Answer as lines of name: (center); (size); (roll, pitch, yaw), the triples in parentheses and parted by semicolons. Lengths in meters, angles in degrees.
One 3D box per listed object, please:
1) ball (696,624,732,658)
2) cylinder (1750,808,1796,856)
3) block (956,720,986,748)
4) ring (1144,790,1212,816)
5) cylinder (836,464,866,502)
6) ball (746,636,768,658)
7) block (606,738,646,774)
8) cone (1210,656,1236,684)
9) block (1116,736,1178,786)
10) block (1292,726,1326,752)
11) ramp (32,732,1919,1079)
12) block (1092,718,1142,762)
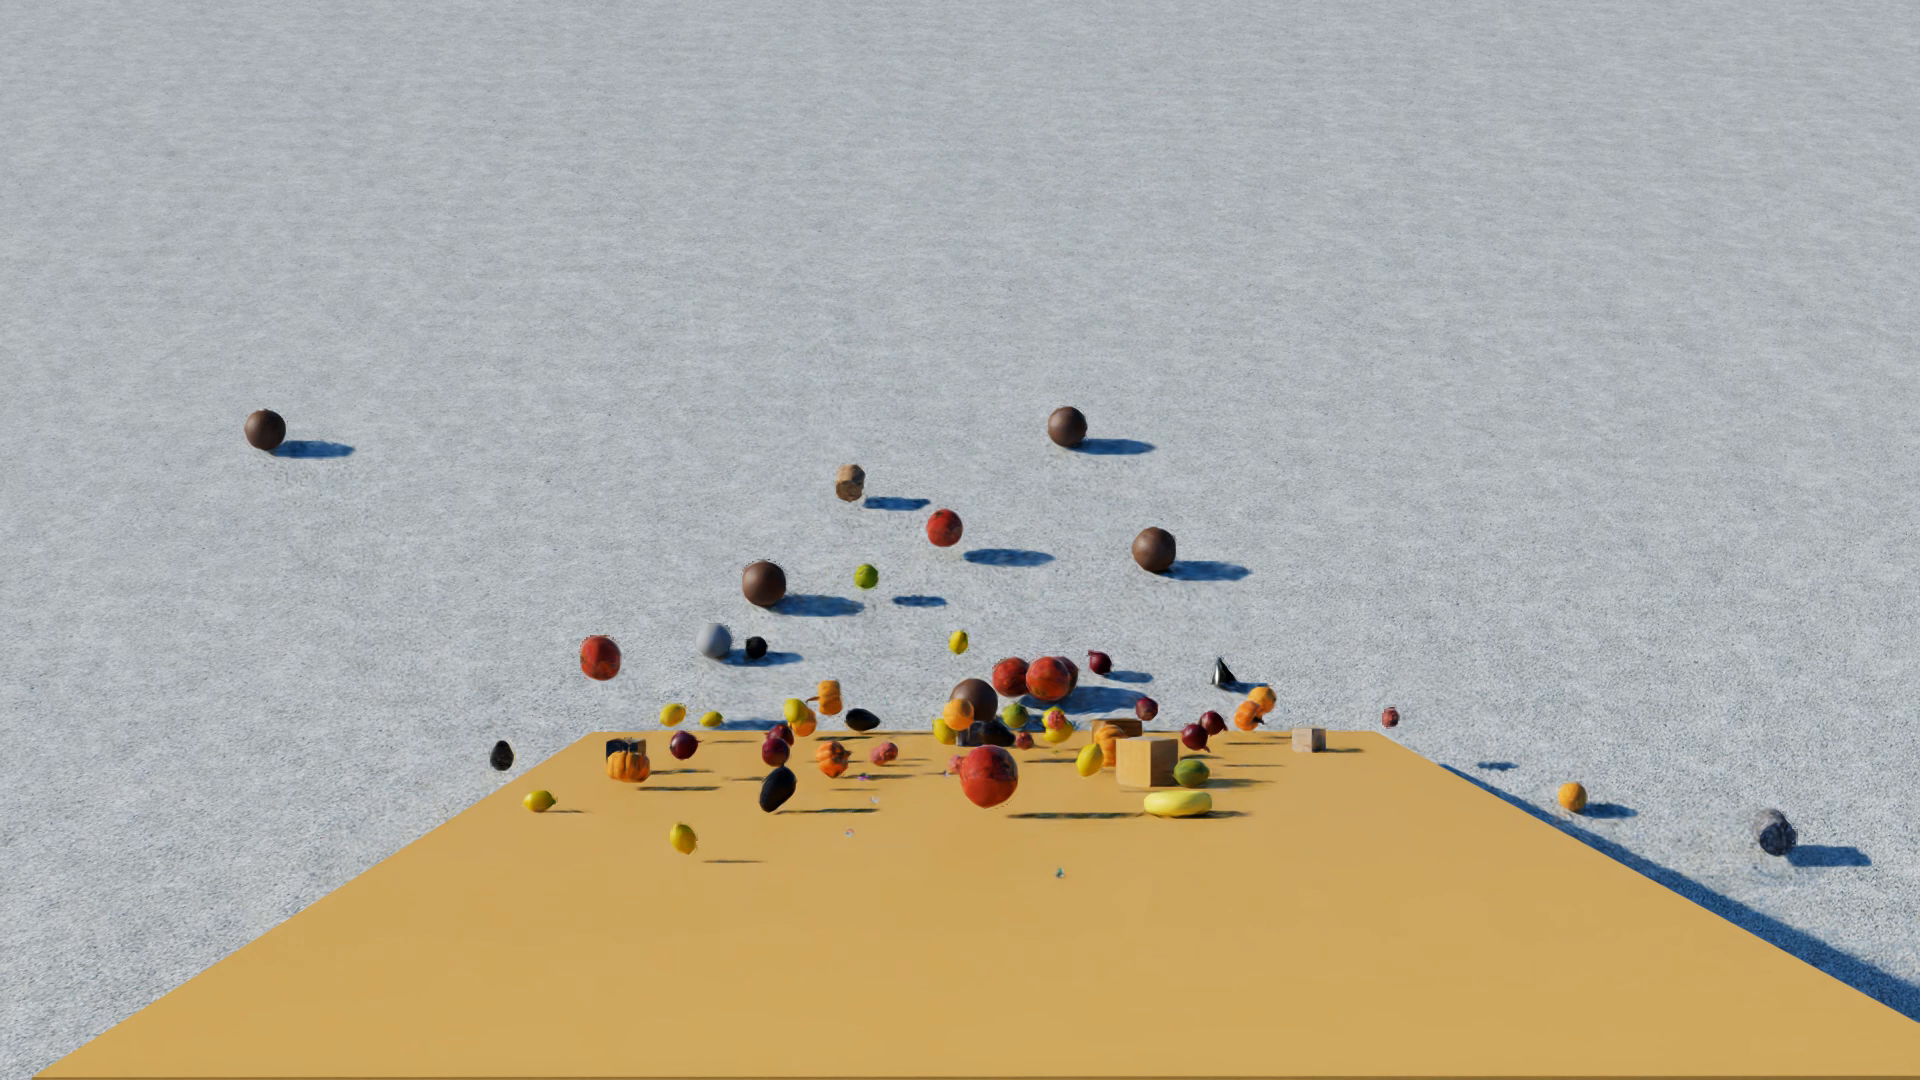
ball: (-0.676, 0.278, 7.091); (0.096, 0.096, 0.096); (0, 28, 0)
cylinder: (1.967, 0.707, 6.249); (0.087, 0.087, 0.087); (1, 17, 1)
block: (0.027, 0.465, 6.200); (0.058, 0.058, 0.058); (0, 1, -22)
ring: (0.406, 0.491, 4.814); (0.127, 0.042, 0.127); (-1, -3, 0)
cylinder: (-0.336, -0.175, 7.911); (0.082, 0.082, 0.082); (3, 41, 5)
ball: (-0.560, 0.295, 7.097); (0.060, 0.060, 0.060); (0, 28, 0)
block: (-0.722, 0.468, 5.589); (0.069, 0.069, 0.069); (0, 1, 10)
cone: (0.703, 0.347, 6.961); (0.071, 0.071, 0.071); (-11, 2, 0)
block: (0.389, 0.459, 5.360); (0.092, 0.092, 0.092); (1, 1, 43)
block: (0.820, 0.469, 6.065); (0.054, 0.054, 0.054); (1, 1, 45)
ramp: (0.063, 0.565, 4.604); (2.000, 0.100, 4.000); (0, 1, 0)
block: (0.356, 0.453, 5.881); (0.090, 0.090, 0.090); (0, 1, -17)
